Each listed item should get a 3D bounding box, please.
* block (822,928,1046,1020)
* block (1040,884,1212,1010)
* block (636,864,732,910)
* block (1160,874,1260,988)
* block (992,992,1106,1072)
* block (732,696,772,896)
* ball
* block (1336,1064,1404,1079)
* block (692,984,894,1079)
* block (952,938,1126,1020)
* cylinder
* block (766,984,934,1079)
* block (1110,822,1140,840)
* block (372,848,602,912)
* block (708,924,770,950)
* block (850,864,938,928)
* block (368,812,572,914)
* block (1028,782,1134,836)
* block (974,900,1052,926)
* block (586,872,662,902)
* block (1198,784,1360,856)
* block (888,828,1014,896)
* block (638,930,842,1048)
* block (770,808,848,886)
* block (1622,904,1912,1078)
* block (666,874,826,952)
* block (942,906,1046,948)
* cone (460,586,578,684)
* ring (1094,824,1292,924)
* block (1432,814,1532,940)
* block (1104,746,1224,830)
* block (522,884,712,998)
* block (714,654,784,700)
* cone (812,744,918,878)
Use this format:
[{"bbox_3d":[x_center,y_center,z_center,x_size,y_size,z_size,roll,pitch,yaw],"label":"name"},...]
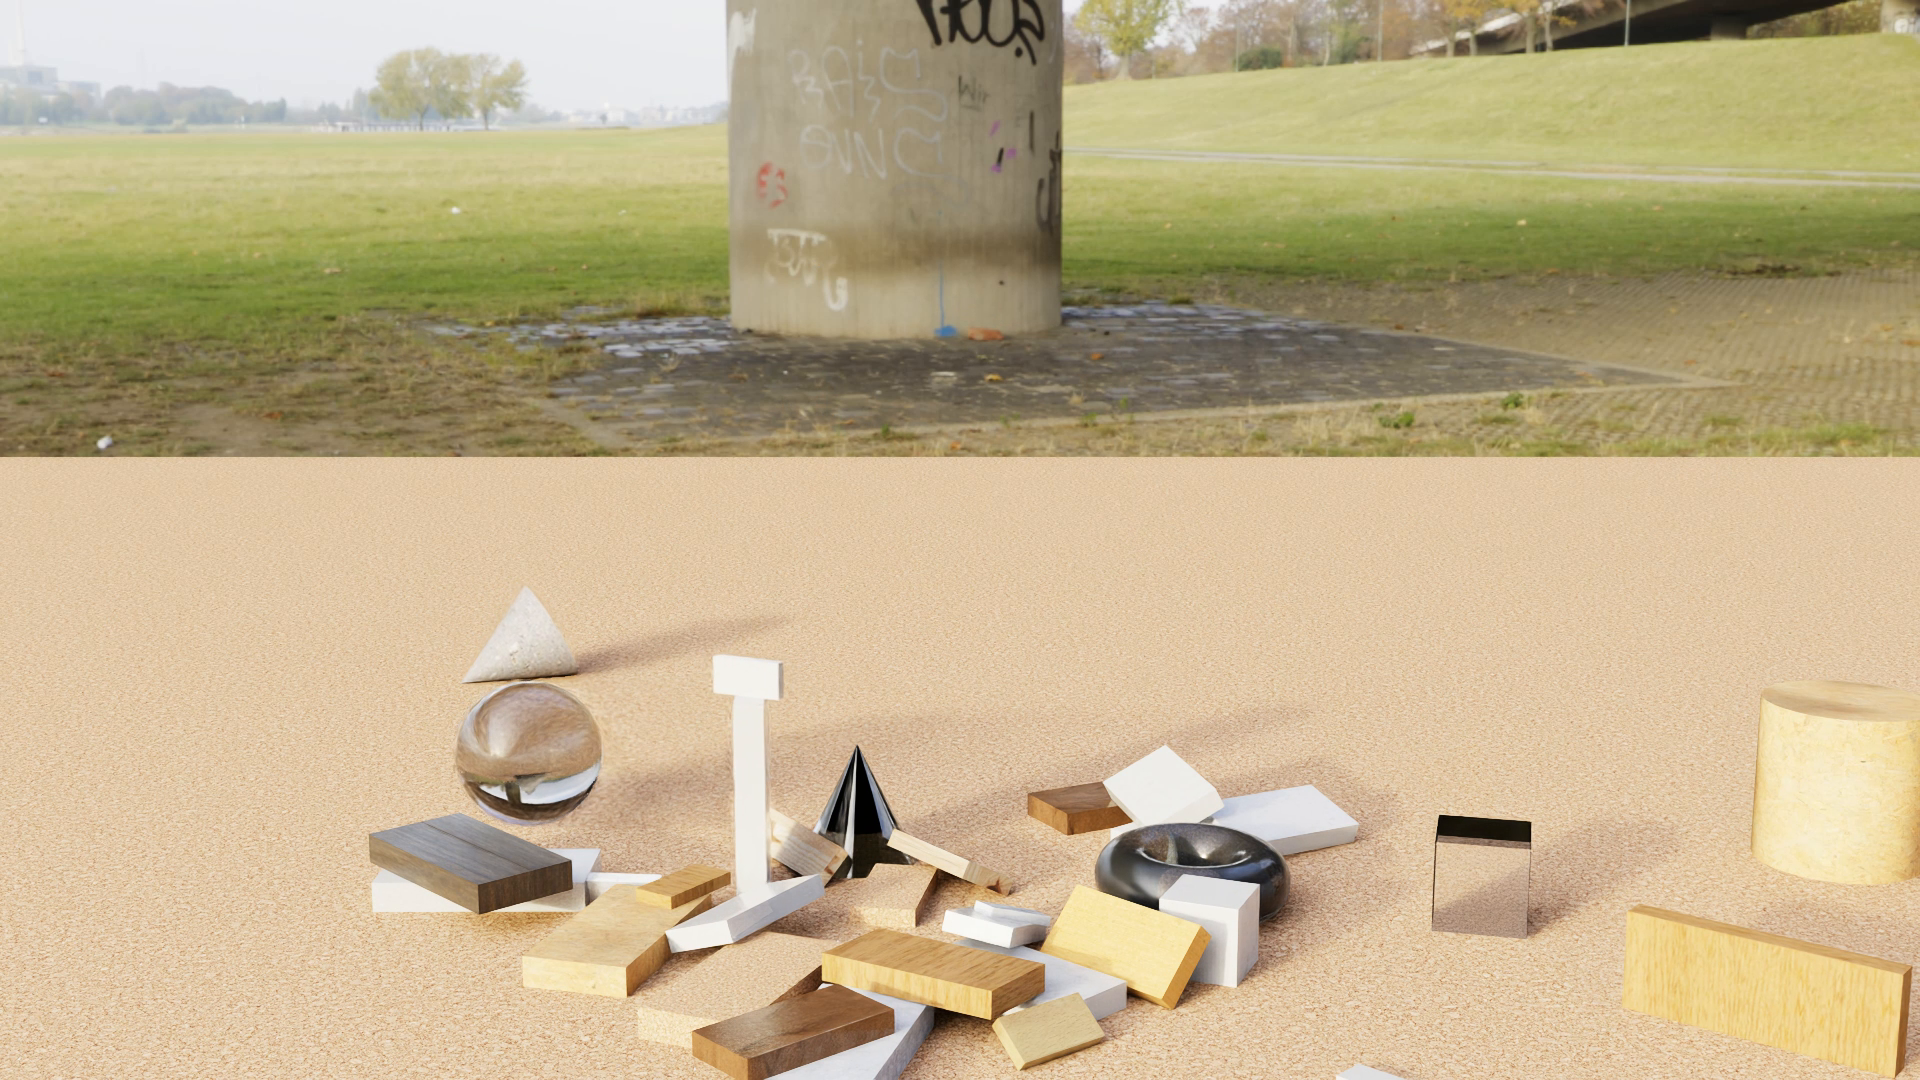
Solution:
[{"bbox_3d":[-0.039,0.619,3.153,0.288,0.041,0.144,6,9,32],"label":"block"},{"bbox_3d":[0.244,0.604,3.280,0.247,0.123,0.035,11,-28,45],"label":"block"},{"bbox_3d":[-0.444,0.556,3.536,0.073,0.021,0.147,7,13,33],"label":"block"},{"bbox_3d":[0.378,0.591,3.333,0.121,0.121,0.121,4,11,22],"label":"block"},{"bbox_3d":[0.123,0.677,3.032,0.147,0.021,0.073,-8,52,-38],"label":"block"},{"bbox_3d":[-0.343,0.420,3.636,0.049,0.346,0.173,-1,11,-3],"label":"block"},{"bbox_3d":[-0.787,0.390,4.021,0.266,0.266,0.266,0,11,0],"label":"ball"},{"bbox_3d":[0.558,0.723,2.910,0.106,0.015,0.053,10,14,42],"label":"block"},{"bbox_3d":[-0.221,0.659,2.944,0.247,0.035,0.123,-9,14,-41],"label":"block"},{"bbox_3d":[0.088,0.650,3.234,0.288,0.041,0.144,10,14,43],"label":"block"},{"bbox_3d":[1.535,0.417,3.827,0.283,0.283,0.283,0,11,0],"label":"cylinder"},{"bbox_3d":[-0.160,0.693,2.984,0.166,0.047,0.332,3,11,15],"label":"block"},{"bbox_3d":[0.413,0.522,3.928,0.271,0.038,0.135,-9,14,-40],"label":"block"},{"bbox_3d":[-0.784,0.566,3.665,0.346,0.049,0.173,0,11,0],"label":"block"},{"bbox_3d":[-0.361,0.615,3.487,0.061,0.017,0.137,6,12,29],"label":"block"},{"bbox_3d":[-0.107,0.584,3.619,0.107,0.030,0.213,2,11,9],"label":"block"},{"bbox_3d":[-0.806,0.527,3.607,0.173,0.049,0.346,-10,14,-42],"label":"block"},{"bbox_3d":[0.287,0.490,4.095,0.288,0.041,0.144,-6,12,-28],"label":"block"},{"bbox_3d":[0.081,0.575,3.383,0.106,0.015,0.053,14,-3,-28],"label":"block"},{"bbox_3d":[-0.545,0.572,3.598,0.121,0.061,0.017,1,42,5],"label":"block"},{"bbox_3d":[0.560,0.502,3.902,0.271,0.038,0.135,-4,28,-34],"label":"block"},{"bbox_3d":[-0.017,0.543,3.710,0.107,0.030,0.213,28,-9,-37],"label":"block"},{"bbox_3d":[-0.310,0.654,3.198,0.166,0.047,0.332,4,11,22],"label":"block"},{"bbox_3d":[-0.288,0.530,3.808,0.021,0.073,0.274,44,-15,-30],"label":"block"},{"bbox_3d":[1.121,0.626,3.075,0.382,0.147,0.042,9,14,39],"label":"block"},{"bbox_3d":[-0.331,0.581,3.427,0.123,0.035,0.247,-15,1,33],"label":"block"},{"bbox_3d":[0.056,0.592,3.374,0.107,0.030,0.213,12,-3,17],"label":"block"},{"bbox_3d":[-1.052,0.270,5.096,0.242,0.242,0.242,-32,21,-17],"label":"cone"},{"bbox_3d":[0.380,0.550,3.595,0.321,0.107,0.321,1,12,0],"label":"ring"},{"bbox_3d":[0.839,0.540,3.536,0.147,0.147,0.147,3,11,14],"label":"block"},{"bbox_3d":[0.360,0.453,3.923,0.135,0.038,0.271,-30,16,-6],"label":"block"},{"bbox_3d":[-0.524,0.616,3.402,0.166,0.047,0.332,3,11,15],"label":"block"},{"bbox_3d":[-0.345,0.224,3.583,0.121,0.061,0.017,5,12,25],"label":"block"},{"bbox_3d":[-0.178,0.455,3.827,0.208,0.208,0.208,0,11,0],"label":"cone"}]
